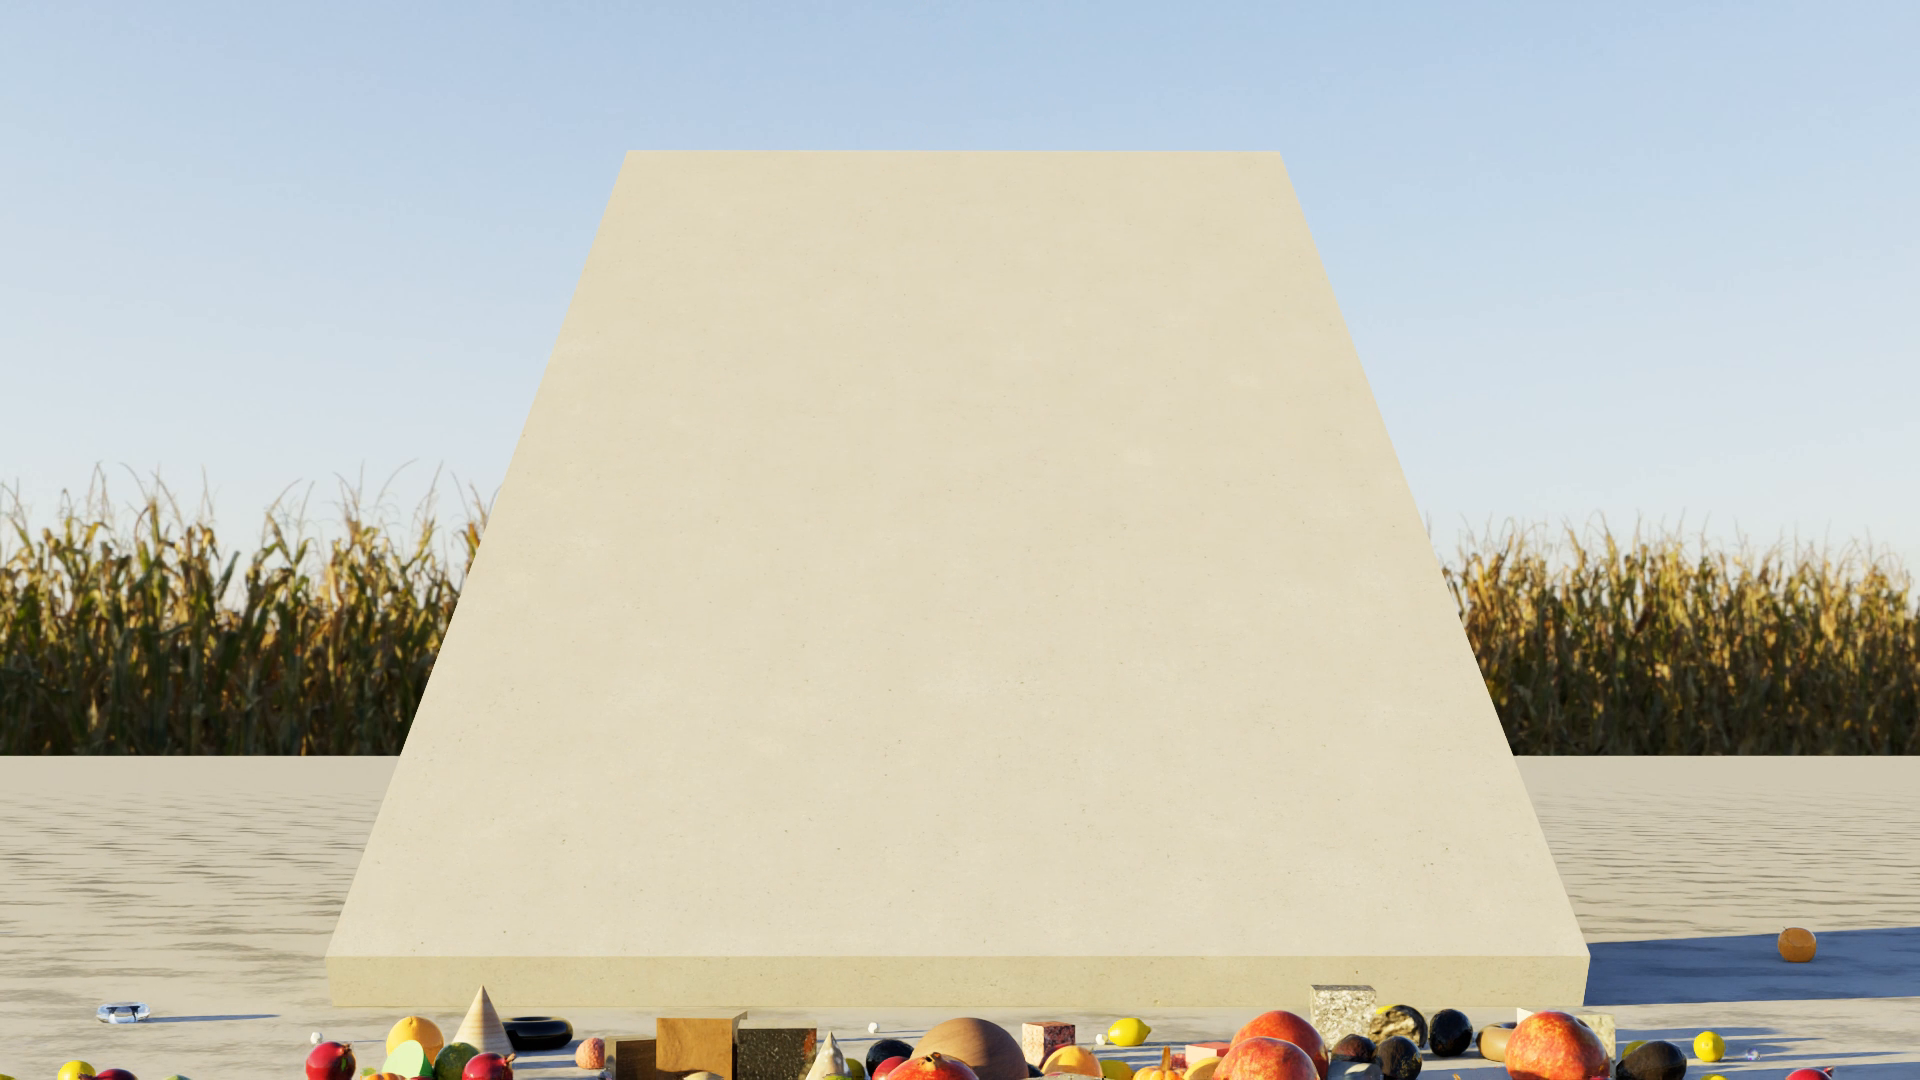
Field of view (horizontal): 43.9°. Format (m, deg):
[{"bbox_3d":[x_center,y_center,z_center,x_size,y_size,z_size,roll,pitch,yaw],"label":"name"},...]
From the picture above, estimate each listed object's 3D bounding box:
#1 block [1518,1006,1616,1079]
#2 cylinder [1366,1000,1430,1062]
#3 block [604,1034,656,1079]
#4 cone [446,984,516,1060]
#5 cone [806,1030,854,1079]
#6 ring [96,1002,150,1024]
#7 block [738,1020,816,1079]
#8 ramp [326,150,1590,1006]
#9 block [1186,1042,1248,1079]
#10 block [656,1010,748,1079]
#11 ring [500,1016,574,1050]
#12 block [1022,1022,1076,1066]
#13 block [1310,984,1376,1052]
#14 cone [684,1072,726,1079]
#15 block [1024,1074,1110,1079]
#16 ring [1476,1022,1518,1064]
[{"bbox_3d":[0.741,0.622,2.909,0.091,0.091,0.091,0,-5,-5],"label":"block"},{"bbox_3d":[0.582,0.655,3.163,0.068,0.068,0.068,-2,6,25],"label":"cylinder"},{"bbox_3d":[-0.407,0.644,2.948,0.054,0.054,0.054,2,-5,-23],"label":"block"},{"bbox_3d":[-0.645,0.646,3.212,0.095,0.095,0.095,0,-5,0],"label":"cone"},{"bbox_3d":[-0.144,0.594,2.643,0.099,0.099,0.099,0,-5,0],"label":"cone"},{"bbox_3d":[-1.267,0.716,3.605,0.078,0.026,0.078,0,-4,0],"label":"ring"},{"bbox_3d":[-0.213,0.610,2.774,0.091,0.091,0.091,0,-5,-3],"label":"block"},{"bbox_3d":[-0.011,-0.224,5.557,2.000,0.100,4.000,0,28,0],"label":"ramp"},{"bbox_3d":[0.311,0.638,2.878,0.052,0.052,0.052,4,-6,-38],"label":"block"},{"bbox_3d":[-0.311,0.618,2.871,0.091,0.091,0.091,-1,-5,6],"label":"block"},{"bbox_3d":[-0.594,0.682,3.292,0.117,0.039,0.117,-1,-6,0],"label":"ring"},{"bbox_3d":[0.117,0.661,3.127,0.050,0.050,0.050,3,-6,-31],"label":"block"},{"bbox_3d":[0.528,0.658,3.277,0.082,0.082,0.082,0,-5,3],"label":"block"},{"bbox_3d":[-0.276,0.622,2.569,0.067,0.067,0.067,1,22,-8],"label":"cone"},{"bbox_3d":[0.109,0.580,2.373,0.080,0.080,0.080,4,-7,-40],"label":"block"},{"bbox_3d":[0.755,0.667,3.162,0.135,0.045,0.135,-1,-5,0],"label":"ring"}]
